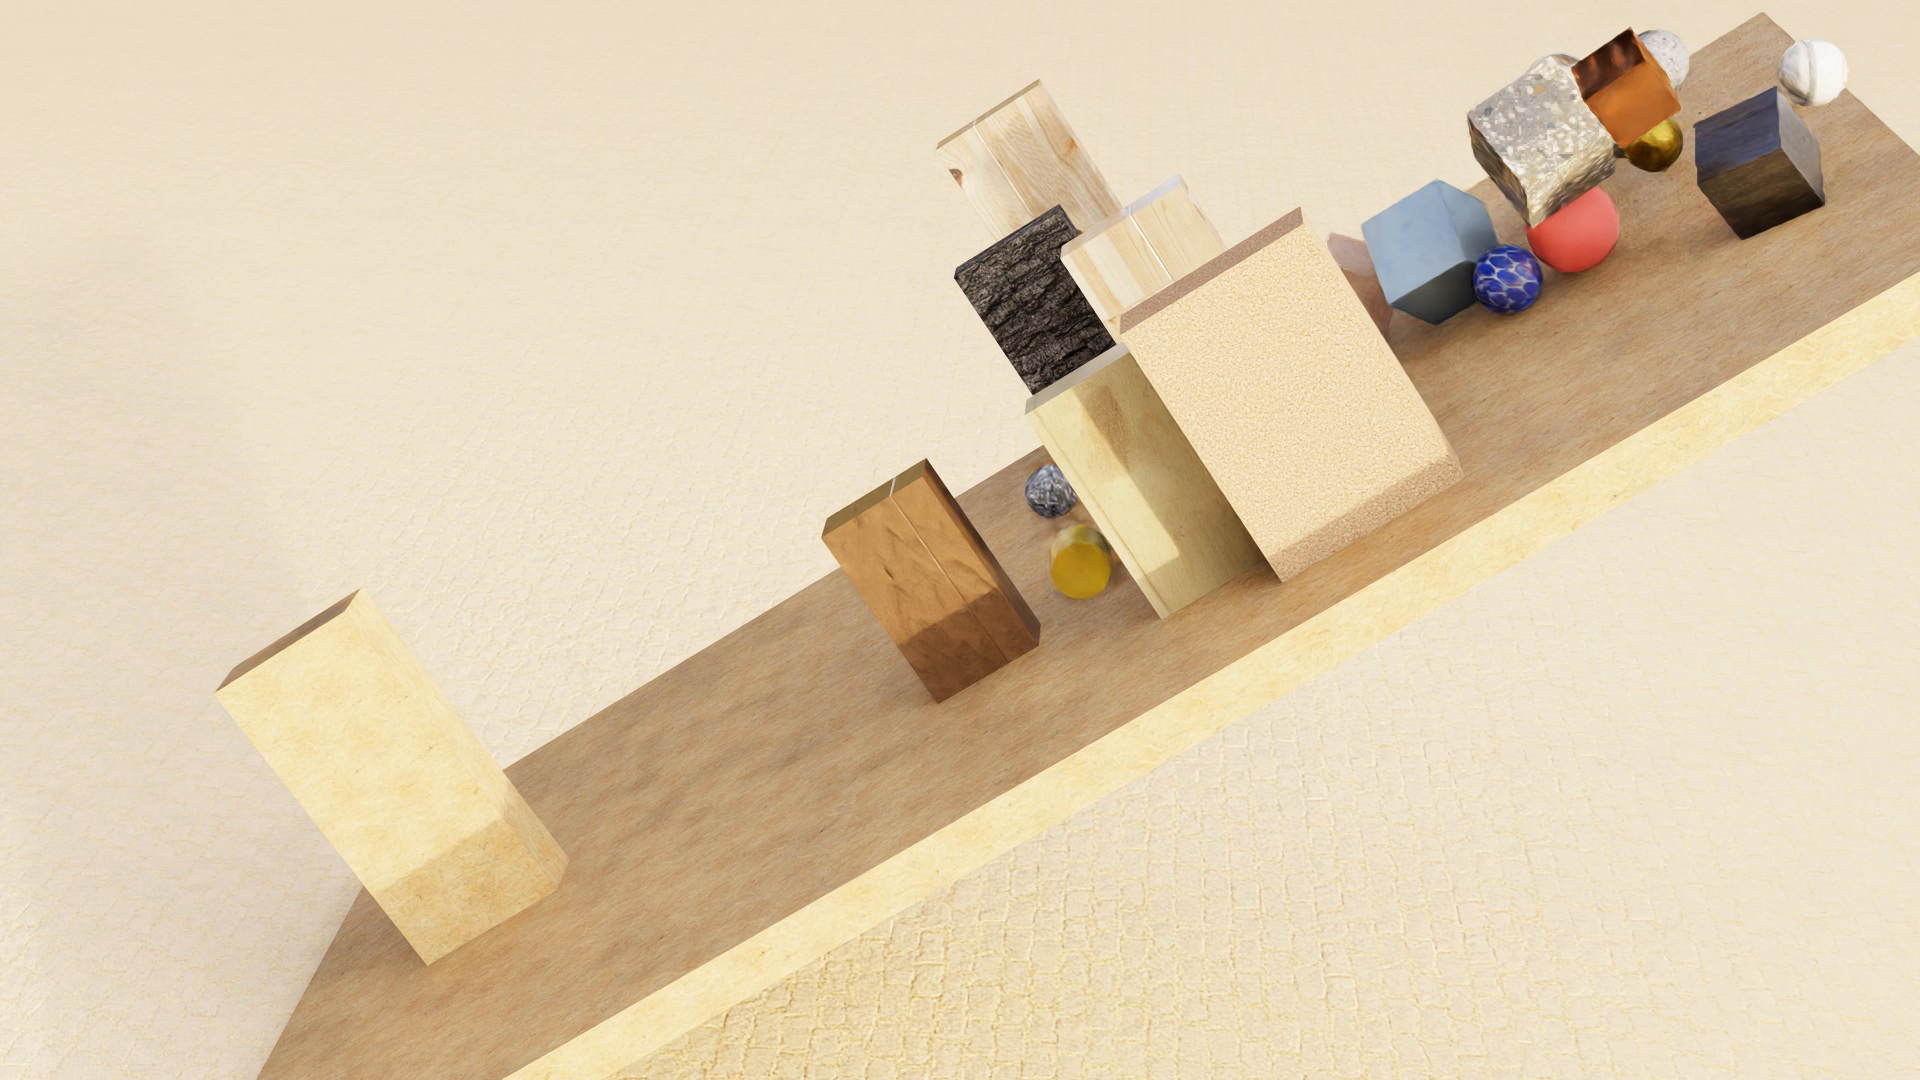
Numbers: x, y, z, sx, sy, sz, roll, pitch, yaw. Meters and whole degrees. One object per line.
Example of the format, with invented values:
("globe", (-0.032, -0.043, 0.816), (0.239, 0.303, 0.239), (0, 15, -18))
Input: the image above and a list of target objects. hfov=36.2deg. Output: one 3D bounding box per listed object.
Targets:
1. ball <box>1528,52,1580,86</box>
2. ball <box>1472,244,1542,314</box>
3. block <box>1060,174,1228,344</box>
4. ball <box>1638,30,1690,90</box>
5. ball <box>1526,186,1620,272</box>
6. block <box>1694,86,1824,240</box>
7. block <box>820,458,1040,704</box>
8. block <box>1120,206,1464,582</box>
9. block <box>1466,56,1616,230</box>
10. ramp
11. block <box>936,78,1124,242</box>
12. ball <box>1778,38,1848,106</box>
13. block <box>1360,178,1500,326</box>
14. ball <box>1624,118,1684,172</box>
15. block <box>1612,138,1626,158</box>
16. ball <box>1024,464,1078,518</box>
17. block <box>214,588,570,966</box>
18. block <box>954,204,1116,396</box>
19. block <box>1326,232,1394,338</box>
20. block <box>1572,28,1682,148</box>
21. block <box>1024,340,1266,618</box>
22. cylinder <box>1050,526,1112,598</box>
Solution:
("ball", (1.317, -0.998, 6.475), (0.151, 0.151, 0.151), (0, 20, 0))
("ball", (1.103, -0.526, 5.926), (0.140, 0.140, 0.140), (0, 20, 0))
("block", (0.487, -0.470, 6.286), (0.296, 0.541, 0.106), (-31, 15, 14))
("ball", (1.467, -1.006, 6.198), (0.139, 0.139, 0.139), (0, 20, 0))
("ball", (1.227, -0.629, 5.893), (0.185, 0.185, 0.185), (0, 20, 0))
("block", (1.490, -0.701, 5.486), (0.169, 0.169, 0.169), (-24, 40, 33))
("block", (-0.056, 0.084, 5.959), (0.244, 0.426, 0.118), (-31, 15, 14))
("block", (0.604, -0.262, 5.362), (0.383, 0.561, 0.131), (-31, 15, 14))
("block", (1.135, -0.775, 5.744), (0.198, 0.198, 0.198), (-34, 67, 2))
("ramp", (0.139, 0.171, 6.296), (4.000, 0.100, 2.000), (-31, 15, 14))
("block", (0.278, -0.673, 6.895), (0.282, 0.780, 0.083), (-31, 15, 14))
("ball", (1.650, -0.905, 5.693), (0.132, 0.132, 0.132), (0, 20, 0))
("block", (0.986, -0.594, 6.087), (0.195, 0.195, 0.195), (-30, -27, 31))
("ball", (1.448, -0.831, 6.143), (0.123, 0.123, 0.123), (0, 20, 0))
("block", (1.422, -0.889, 6.254), (0.117, 0.117, 0.117), (7, 35, -10))
("ball", (0.205, -0.109, 6.593), (0.119, 0.119, 0.119), (0, 20, 0))
("block", (-1.240, 0.523, 6.454), (0.360, 0.772, 0.146), (-31, 15, 14))
("block", (0.261, -0.436, 6.599), (0.277, 0.575, 0.086), (-31, 15, 14))
("block", (0.840, -0.520, 6.256), (0.176, 0.176, 0.176), (17, 30, 7))
("block", (1.230, -0.835, 5.432), (0.130, 0.130, 0.130), (-34, 31, 22))
("block", (0.421, -0.156, 5.571), (0.395, 0.485, 0.101), (-31, 15, 14))
("cylinder", (0.247, 0.045, 6.022), (0.120, 0.120, 0.120), (0, 16, 0))
